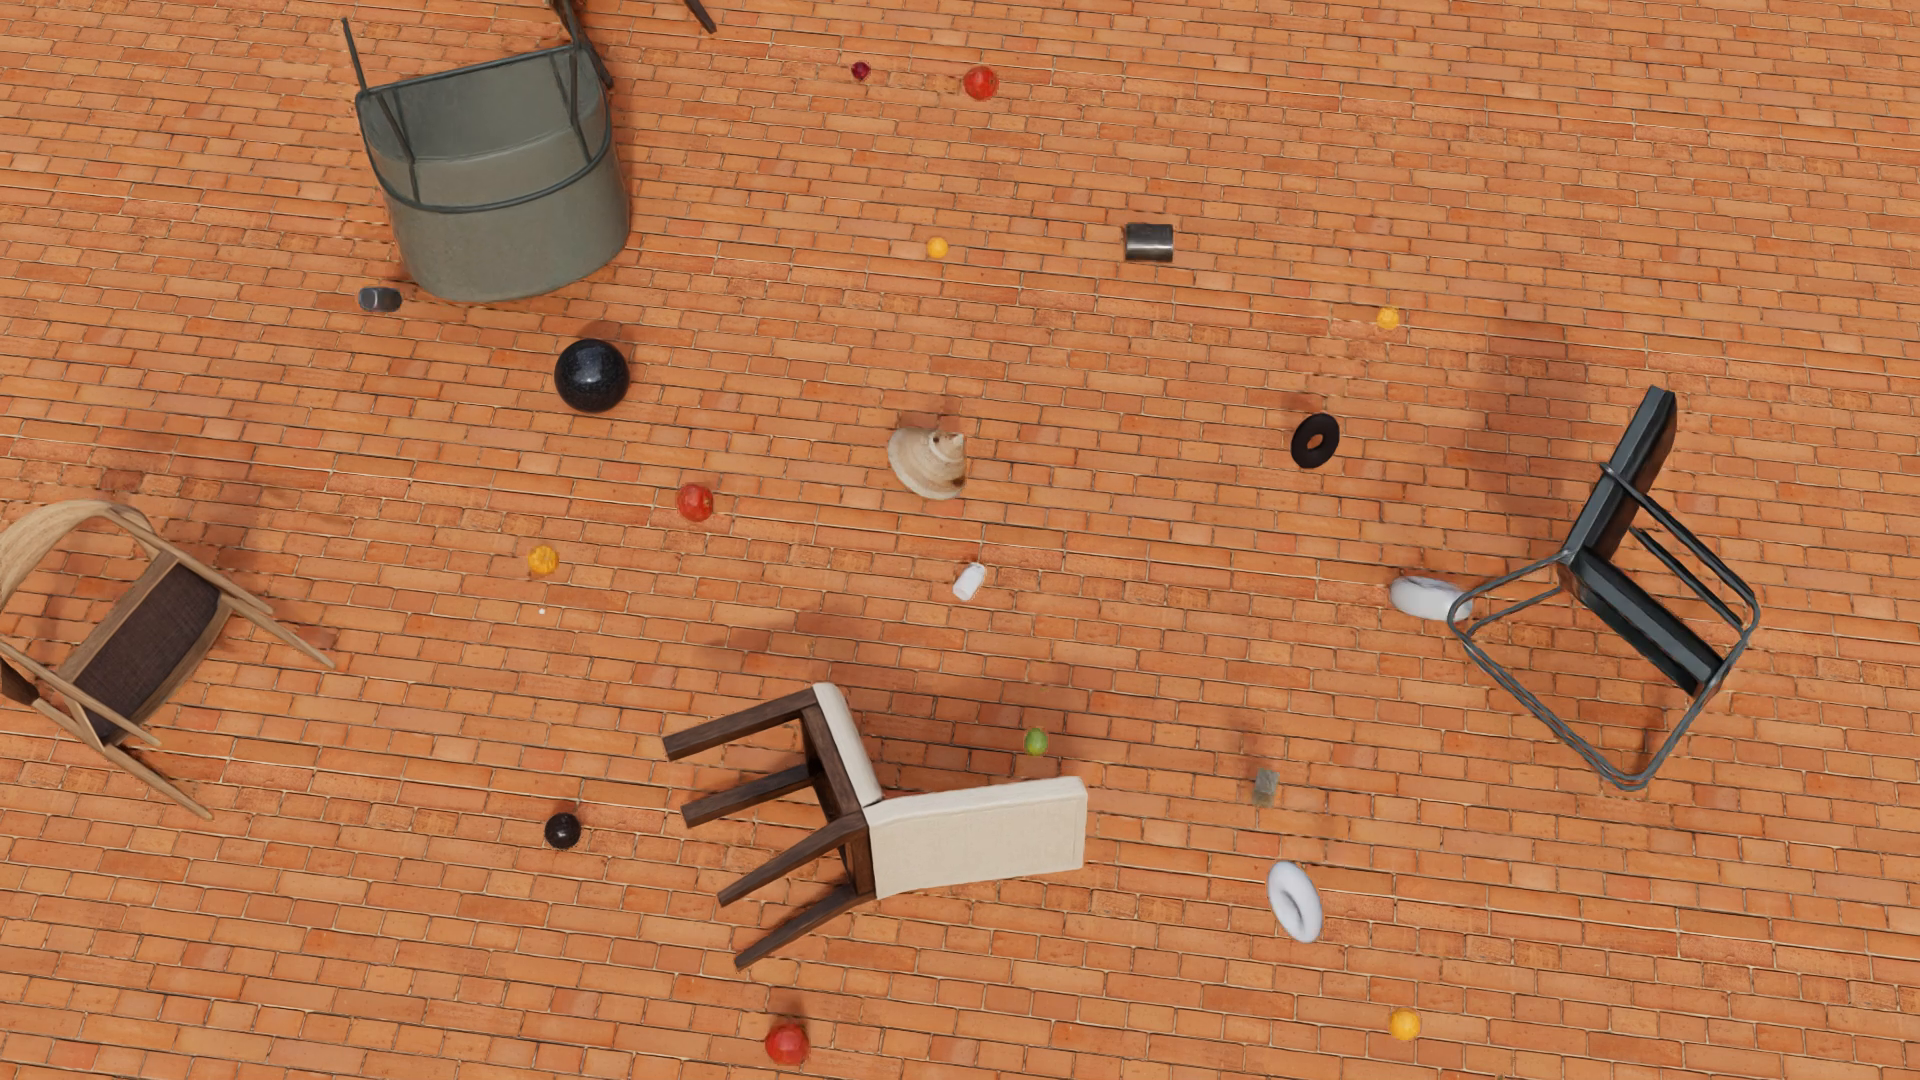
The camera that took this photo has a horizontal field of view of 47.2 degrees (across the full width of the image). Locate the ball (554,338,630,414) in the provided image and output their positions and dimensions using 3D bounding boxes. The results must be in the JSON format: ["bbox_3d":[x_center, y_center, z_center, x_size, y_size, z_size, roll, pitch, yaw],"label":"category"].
[{"bbox_3d":[-1.132,-0.505,6.772,0.234,0.234,0.234,0,56,0],"label":"ball"}]

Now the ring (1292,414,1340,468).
[{"bbox_3d":[1.067,-0.297,6.602,0.152,0.285,0.040,-15,59,-3],"label":"ring"}]

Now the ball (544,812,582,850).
[{"bbox_3d":[-1.080,0.791,5.983,0.100,0.100,0.100,0,56,0],"label":"ball"}]

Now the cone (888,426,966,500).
[{"bbox_3d":[-0.044,-0.273,6.560,0.280,0.209,0.239,23,55,-24],"label":"cone"}]

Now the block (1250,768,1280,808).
[{"bbox_3d":[0.841,0.685,6.064,0.058,0.083,0.072,14,57,9],"label":"block"}]

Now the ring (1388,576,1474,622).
[{"bbox_3d":[1.360,0.169,6.356,0.255,0.093,0.175,14,15,33],"label":"ring"}]
